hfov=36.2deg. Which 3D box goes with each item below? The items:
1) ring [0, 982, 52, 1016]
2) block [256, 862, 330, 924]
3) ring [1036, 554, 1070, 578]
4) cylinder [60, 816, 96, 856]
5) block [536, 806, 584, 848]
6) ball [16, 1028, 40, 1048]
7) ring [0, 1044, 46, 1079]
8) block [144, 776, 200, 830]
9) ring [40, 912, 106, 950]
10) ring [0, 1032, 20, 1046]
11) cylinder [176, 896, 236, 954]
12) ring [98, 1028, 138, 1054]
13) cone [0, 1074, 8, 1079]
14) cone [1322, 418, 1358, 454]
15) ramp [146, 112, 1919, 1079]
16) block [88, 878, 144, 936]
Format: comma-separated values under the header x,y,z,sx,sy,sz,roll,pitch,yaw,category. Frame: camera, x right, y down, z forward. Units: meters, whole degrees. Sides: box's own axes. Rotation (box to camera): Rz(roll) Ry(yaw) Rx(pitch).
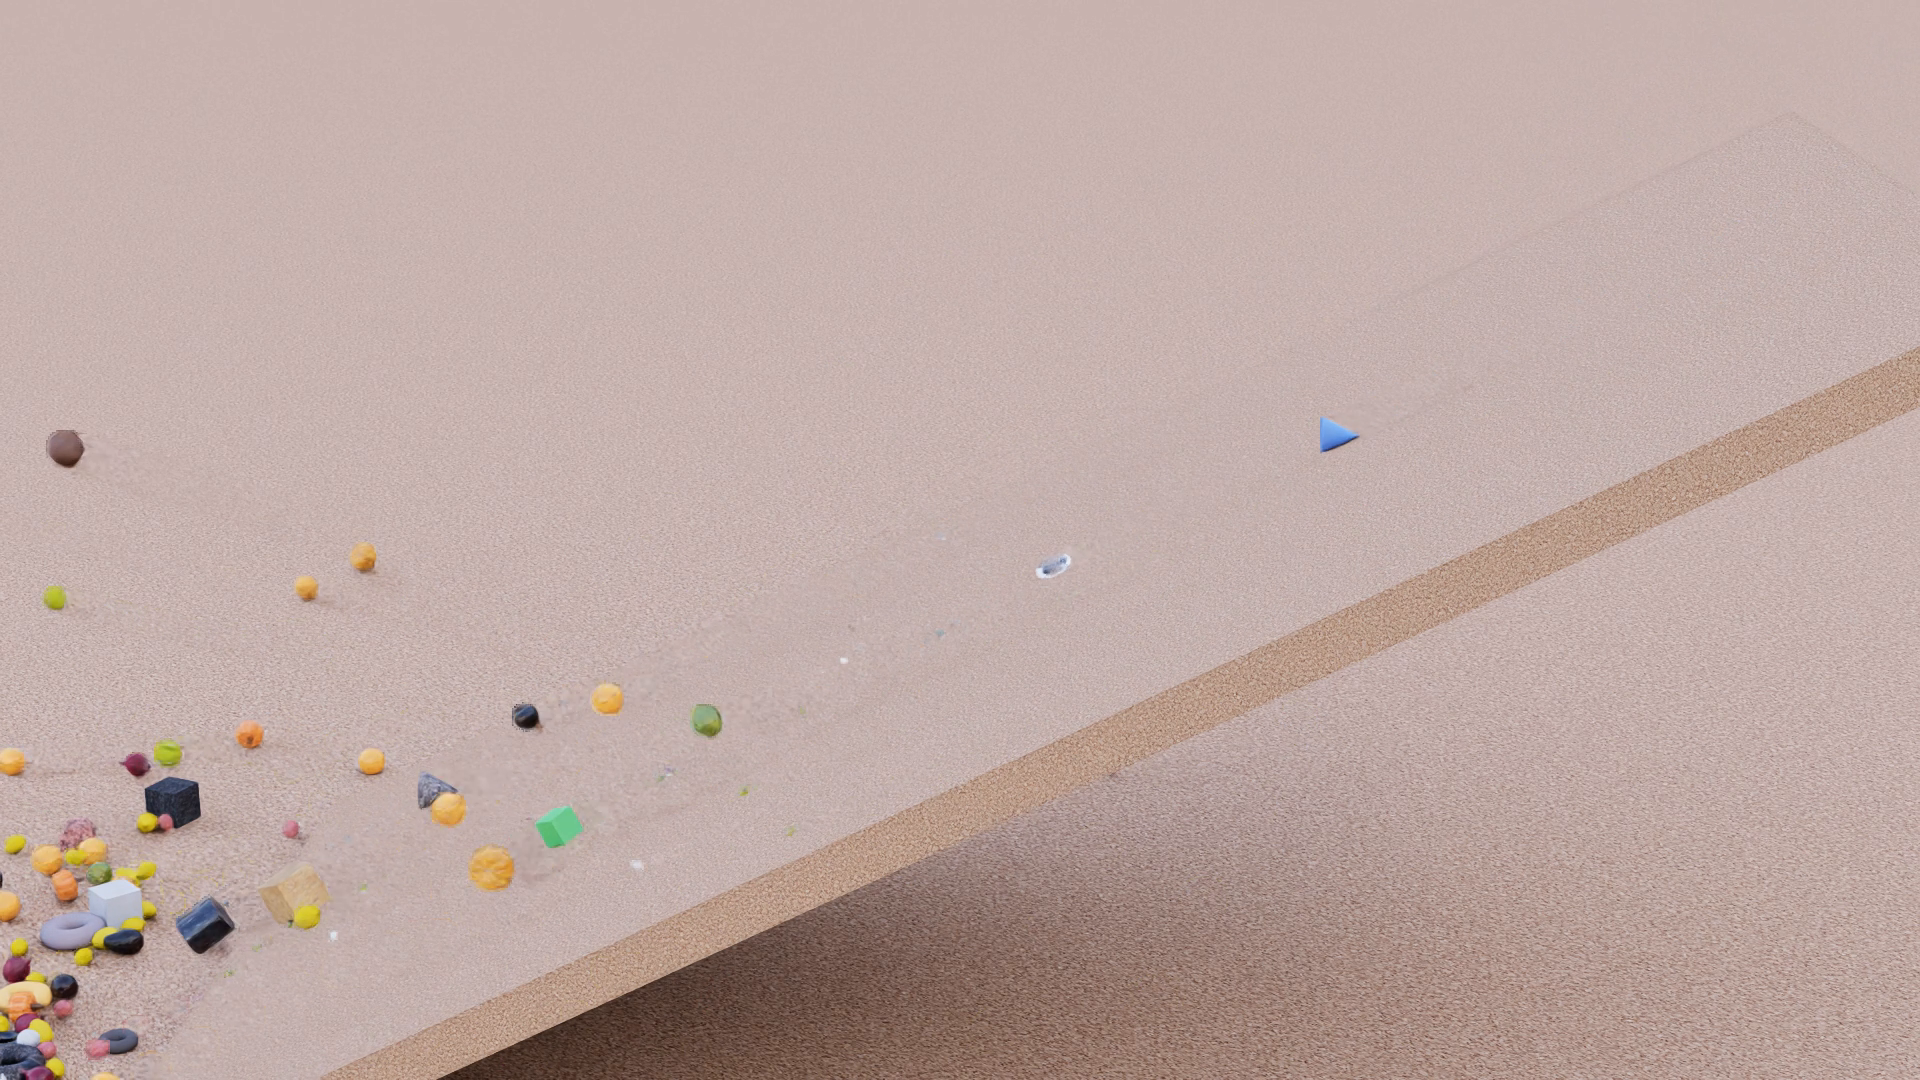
x,y,z,sx,sy,sz,roll,pitch,yaw,category
-2.111,1.034,6.633,0.124,0.041,0.124,1,17,0,ring
-1.522,0.807,6.718,0.099,0.099,0.099,-13,20,47,block
0.200,0.057,6.301,0.080,0.027,0.080,-25,15,7,ring
-2.247,0.756,7.497,0.077,0.077,0.077,-2,19,-7,cylinder
-0.849,0.607,6.232,0.061,0.061,0.061,-13,20,46,block
-2.024,1.088,6.394,0.051,0.051,0.051,0,17,0,ball
-2.037,1.128,6.305,0.149,0.050,0.149,1,17,0,ring
-2.059,0.687,7.692,0.097,0.097,0.097,8,18,24,block
-2.103,0.928,6.971,0.150,0.050,0.150,-1,17,0,ring
-2.085,1.102,6.420,0.098,0.033,0.098,0,15,0,ring
-1.766,0.903,6.886,0.097,0.097,0.097,-37,24,-6,cylinder
-1.844,1.098,6.440,0.087,0.029,0.087,0,18,0,ring
-2.006,1.152,6.171,0.078,0.078,0.078,0,17,0,cone
0.795,-0.218,6.143,0.077,0.077,0.077,-1,16,9,cone
0.139,0.168,6.281,4.000,0.100,2.000,-25,14,10,ramp
-2.025,0.880,7.057,0.092,0.092,0.092,-14,22,-39,block
